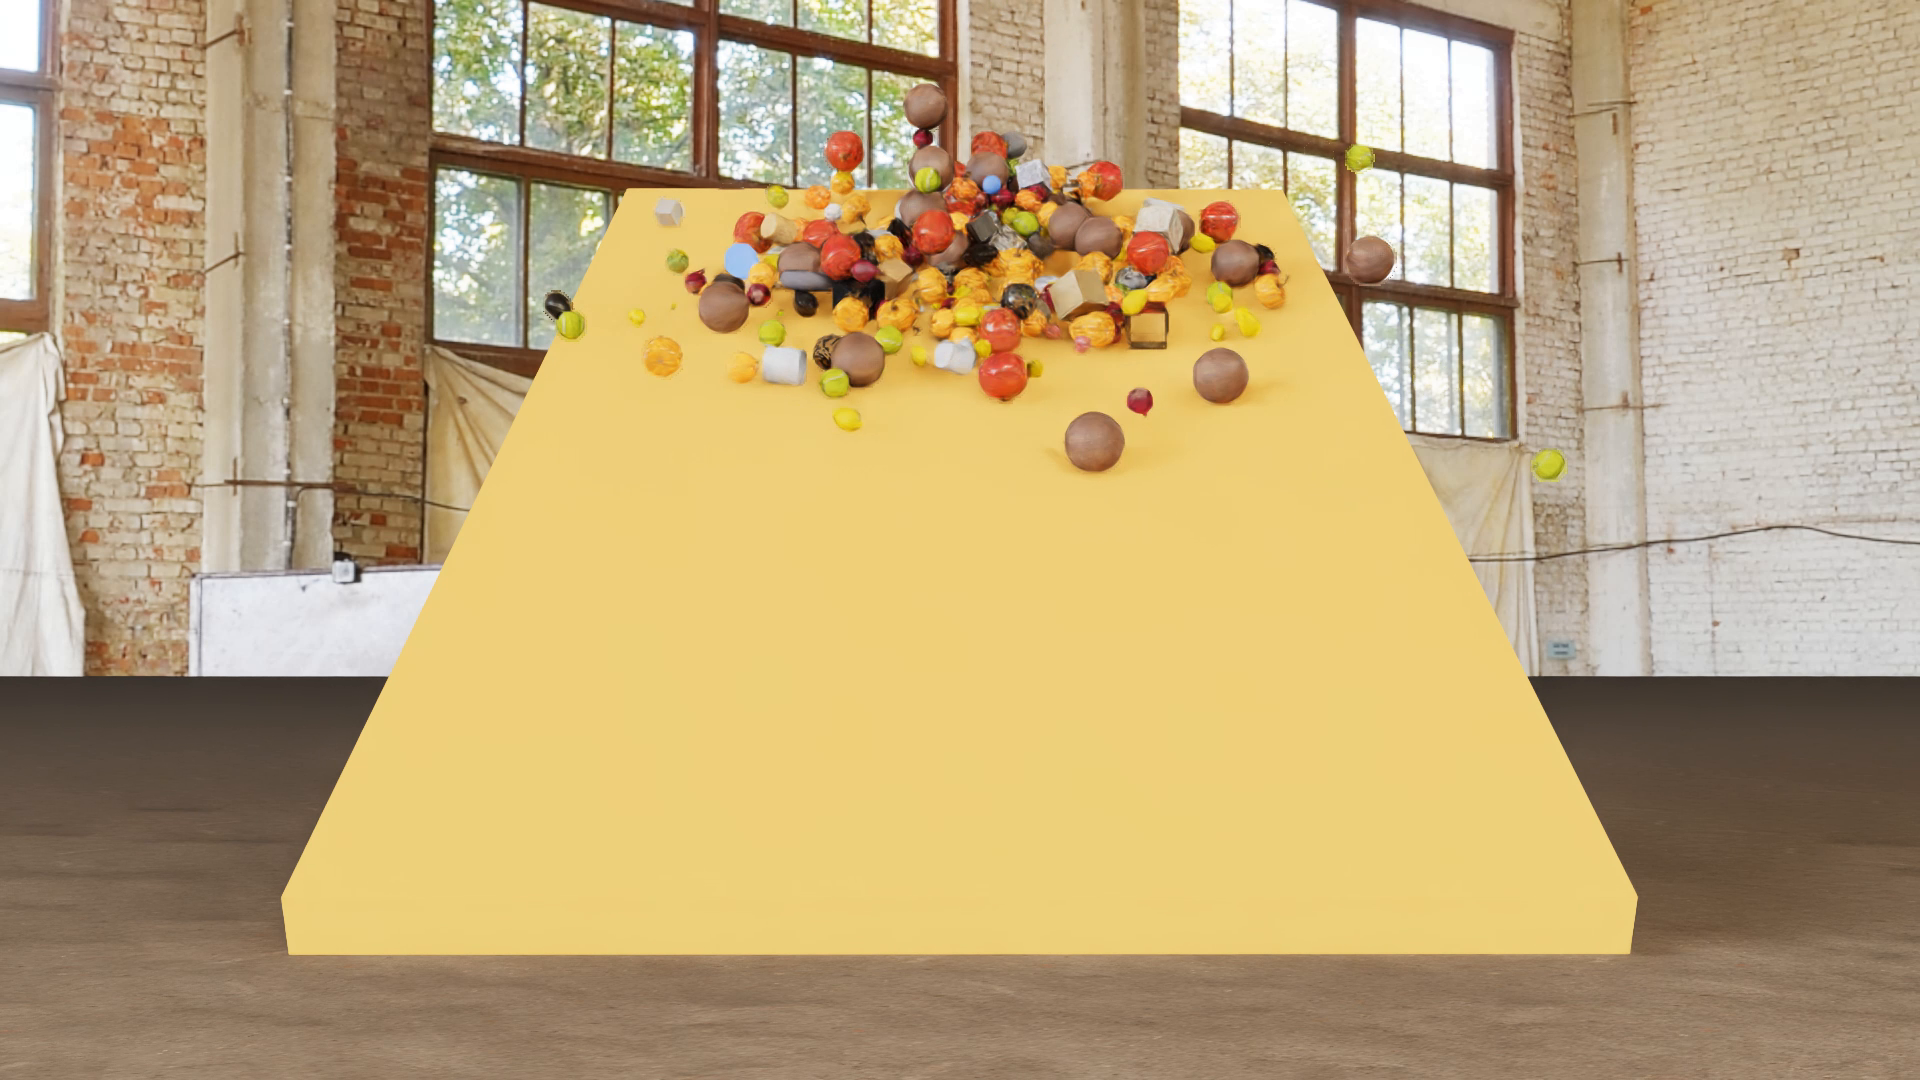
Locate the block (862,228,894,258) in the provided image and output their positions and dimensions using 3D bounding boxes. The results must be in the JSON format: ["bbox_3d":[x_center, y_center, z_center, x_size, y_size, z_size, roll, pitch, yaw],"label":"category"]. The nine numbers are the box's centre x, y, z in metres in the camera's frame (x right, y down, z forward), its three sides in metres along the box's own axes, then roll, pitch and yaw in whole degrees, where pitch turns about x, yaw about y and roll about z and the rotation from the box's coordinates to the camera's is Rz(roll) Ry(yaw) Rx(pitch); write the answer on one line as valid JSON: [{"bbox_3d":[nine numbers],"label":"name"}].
[{"bbox_3d":[-0.228,-0.820,6.426,0.064,0.064,0.064,-15,28,-31],"label":"block"}]

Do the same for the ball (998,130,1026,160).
[{"bbox_3d":[0.154,-1.152,6.764,0.082,0.082,0.082,0,-3,0],"label":"ball"}]

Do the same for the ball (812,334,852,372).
[{"bbox_3d":[-0.305,-0.446,5.534,0.091,0.091,0.091,0,-3,0],"label":"ball"}]

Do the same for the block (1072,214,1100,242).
[{"bbox_3d":[0.363,-0.874,6.537,0.055,0.055,0.055,28,-20,47],"label":"block"}]

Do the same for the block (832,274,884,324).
[{"bbox_3d":[-0.258,-0.615,5.921,0.092,0.092,0.092,20,31,38],"label":"block"}]

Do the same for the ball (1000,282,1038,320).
[{"bbox_3d":[0.145,-0.586,5.695,0.093,0.093,0.093,0,-3,0],"label":"ball"}]

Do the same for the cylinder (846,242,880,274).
[{"bbox_3d":[-0.260,-0.756,6.233,0.066,0.066,0.066,-28,22,12],"label":"cylinder"}]

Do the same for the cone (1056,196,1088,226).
[{"bbox_3d":[0.323,-0.943,6.671,0.090,0.090,0.090,0,14,0],"label":"cone"}]

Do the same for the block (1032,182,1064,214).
[{"bbox_3d":[0.259,-1.012,6.857,0.071,0.071,0.071,-10,27,-21],"label":"block"}]

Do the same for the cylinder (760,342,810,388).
[{"bbox_3d":[-0.412,-0.410,5.455,0.085,0.085,0.085,28,8,23],"label":"cylinder"}]

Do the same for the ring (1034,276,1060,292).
[{"bbox_3d":[0.236,-0.677,6.146,0.084,0.028,0.084,1,26,0],"label":"ring"}]

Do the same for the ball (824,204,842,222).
[{"bbox_3d":[-0.348,-0.902,6.389,0.050,0.050,0.050,0,-3,0],"label":"ball"}]

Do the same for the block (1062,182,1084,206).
[{"bbox_3d":[0.315,-0.964,6.475,0.053,0.053,0.053,-1,22,12],"label":"block"}]

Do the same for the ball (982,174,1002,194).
[{"bbox_3d":[0.085,-0.950,6.202,0.053,0.053,0.053,0,-3,0],"label":"ball"}]

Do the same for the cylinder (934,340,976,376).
[{"bbox_3d":[-0.013,-0.429,5.474,0.070,0.070,0.070,17,-13,-36],"label":"cylinder"}]

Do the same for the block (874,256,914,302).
[{"bbox_3d":[-0.175,-0.674,5.980,0.072,0.072,0.072,35,47,13],"label":"block"}]

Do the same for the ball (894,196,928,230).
[{"bbox_3d":[-0.136,-0.921,6.530,0.096,0.096,0.096,0,-3,0],"label":"ball"}]

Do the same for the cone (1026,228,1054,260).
[{"bbox_3d":[0.200,-0.822,6.416,0.089,0.089,0.089,2,11,-33],"label":"cone"}]

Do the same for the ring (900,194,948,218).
[{"bbox_3d":[-0.108,-0.981,6.798,0.149,0.050,0.149,6,19,-2],"label":"ring"}]

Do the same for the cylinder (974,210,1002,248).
[{"bbox_3d":[0.076,-0.850,6.335,0.075,0.075,0.075,-1,-26,17],"label":"cylinder"}]

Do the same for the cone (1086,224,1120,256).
[{"bbox_3d":[0.376,-0.804,6.375,0.100,0.100,0.100,-1,33,25],"label":"cone"}]

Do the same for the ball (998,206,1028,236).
[{"bbox_3d":[0.146,-0.882,6.440,0.085,0.085,0.085,0,-3,0],"label":"ball"}]

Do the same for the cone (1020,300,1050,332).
[{"bbox_3d":[0.206,-0.562,5.870,0.082,0.082,0.082,-1,-3,24],"label":"cone"}]

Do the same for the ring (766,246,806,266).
[{"bbox_3d":[-0.476,-0.779,6.366,0.110,0.037,0.110,0,25,0],"label":"ring"}]

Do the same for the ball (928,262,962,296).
[{"bbox_3d":[-0.038,-0.684,6.085,0.089,0.089,0.089,0,-3,0],"label":"ball"}]

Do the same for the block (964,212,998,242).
[{"bbox_3d":[0.058,-0.840,6.235,0.059,0.059,0.059,-36,13,-12],"label":"block"}]

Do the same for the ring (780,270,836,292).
[{"bbox_3d":[-0.393,-0.668,5.973,0.146,0.049,0.146,4,9,-1],"label":"ring"}]

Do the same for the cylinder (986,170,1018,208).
[{"bbox_3d":[0.130,-1.035,6.850,0.087,0.087,0.087,14,21,-6],"label":"cylinder"}]

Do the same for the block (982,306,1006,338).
[{"bbox_3d":[0.086,-0.546,5.792,0.058,0.058,0.058,3,37,5],"label":"block"}]

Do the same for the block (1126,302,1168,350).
[{"bbox_3d":[0.461,-0.531,5.731,0.092,0.092,0.092,-1,24,-3],"label":"block"}]

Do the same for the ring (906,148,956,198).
[{"bbox_3d":[-0.082,-1.051,6.632,0.142,0.142,0.047,0,1,-9],"label":"ring"}]

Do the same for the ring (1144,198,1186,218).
[{"bbox_3d":[0.595,-0.967,6.762,0.126,0.042,0.126,15,9,-3],"label":"ring"}]

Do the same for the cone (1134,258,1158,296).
[{"bbox_3d":[0.500,-0.675,6.123,0.095,0.095,0.095,-19,-35,-14],"label":"cone"}]

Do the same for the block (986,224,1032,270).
[{"bbox_3d":[0.131,-0.794,6.272,0.082,0.082,0.082,42,6,5],"label":"block"}]

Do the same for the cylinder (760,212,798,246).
[{"bbox_3d":[-0.496,-0.853,6.365,0.072,0.072,0.072,21,-17,-41],"label":"cylinder"}]

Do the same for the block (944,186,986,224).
[{"bbox_3d":[0.014,-0.953,6.639,0.071,0.071,0.071,41,-2,34],"label":"block"}]

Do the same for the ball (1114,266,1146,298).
[{"bbox_3d":[0.445,-0.673,6.069,0.084,0.084,0.084,0,-3,0],"label":"ball"}]

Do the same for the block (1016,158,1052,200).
[{"bbox_3d":[0.210,-1.024,6.588,0.074,0.074,0.074,-16,-22,20],"label":"block"}]

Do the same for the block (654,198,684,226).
[{"bbox_3d":[-0.834,-0.940,6.646,0.054,0.054,0.054,6,-33,25],"label":"block"}]

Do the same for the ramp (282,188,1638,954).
[{"bbox_3d":[-0.008,-0.227,5.273,2.000,0.100,4.000,0,24,0],"label":"ramp"}]

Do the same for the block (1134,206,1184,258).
[{"bbox_3d":[0.537,-0.834,6.278,0.098,0.098,0.098,1,-39,24],"label":"block"}]

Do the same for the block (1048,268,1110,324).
[{"bbox_3d":[0.295,-0.602,5.740,0.094,0.094,0.094,1,-27,-43],"label":"block"}]

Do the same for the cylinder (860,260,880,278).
[{"bbox_3d":[-0.232,-0.704,6.145,0.055,0.055,0.055,-19,-26,-9],"label":"cylinder"}]
